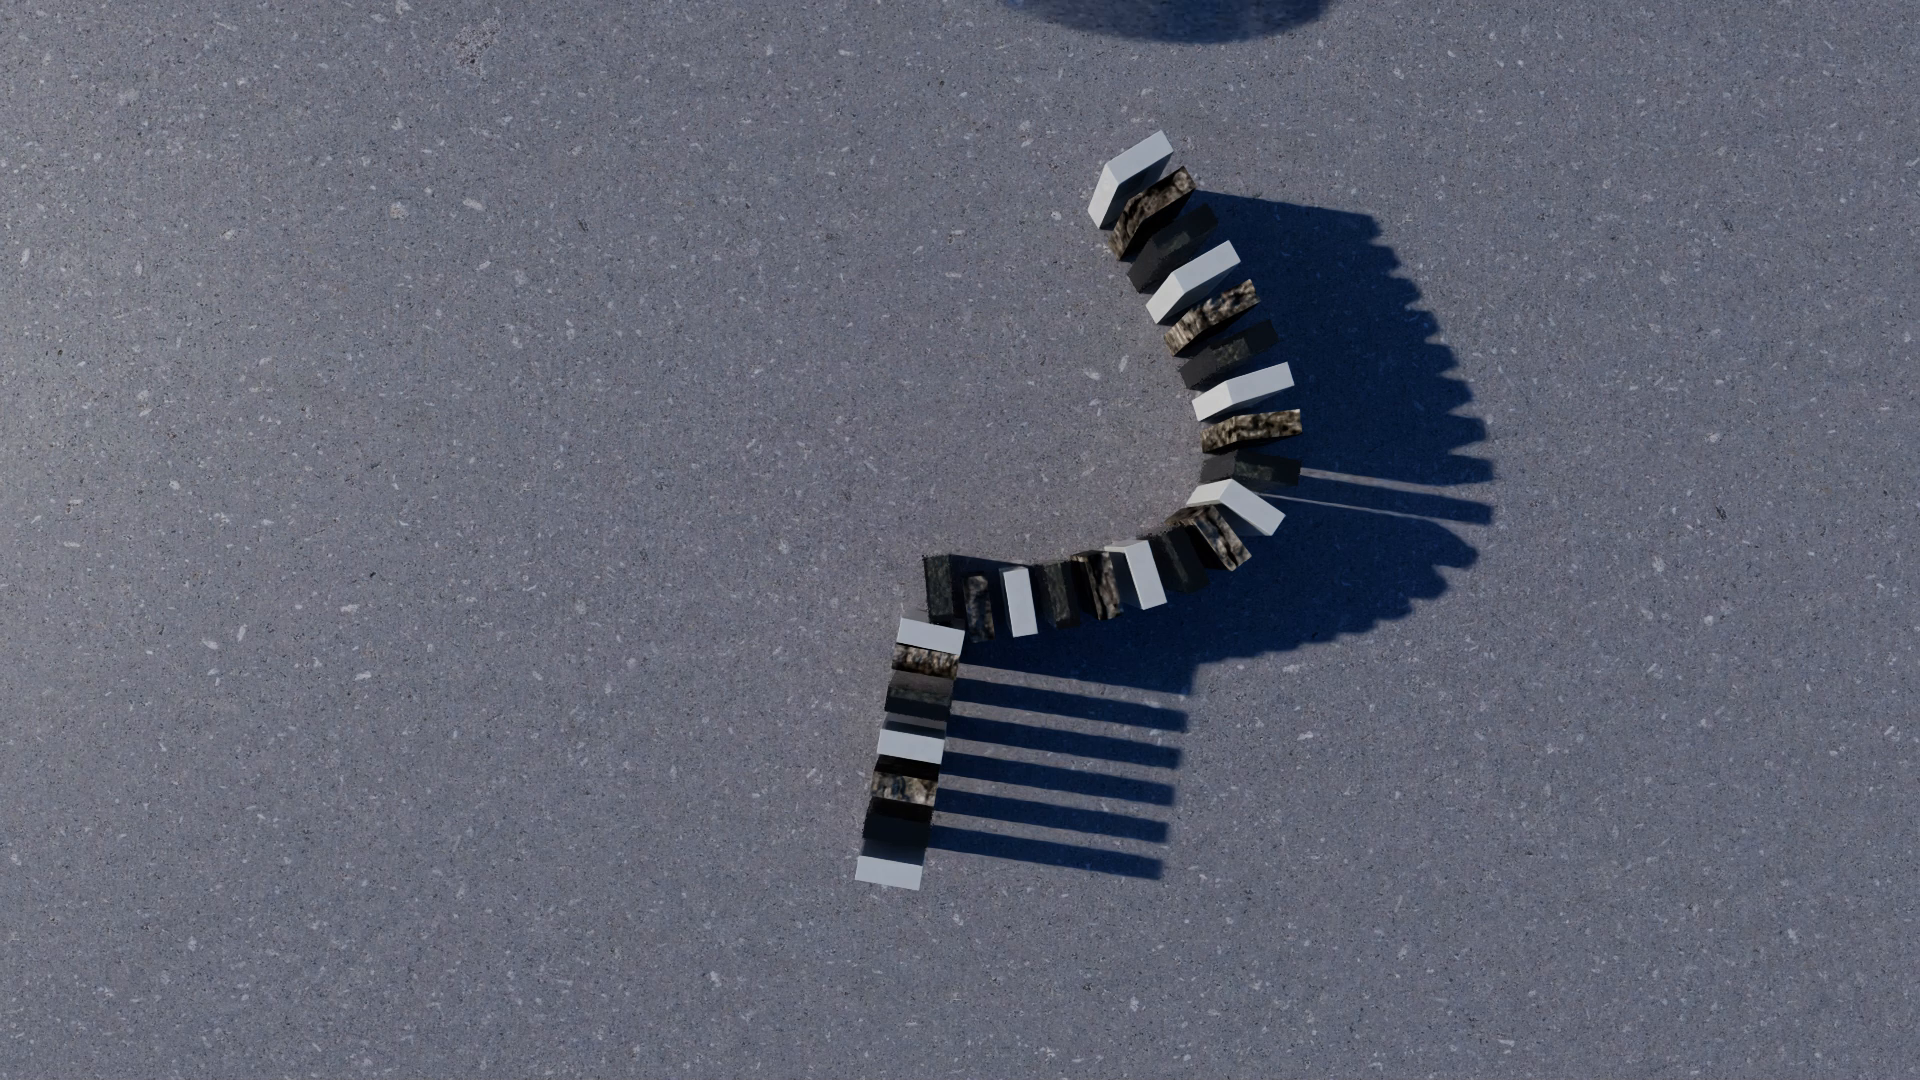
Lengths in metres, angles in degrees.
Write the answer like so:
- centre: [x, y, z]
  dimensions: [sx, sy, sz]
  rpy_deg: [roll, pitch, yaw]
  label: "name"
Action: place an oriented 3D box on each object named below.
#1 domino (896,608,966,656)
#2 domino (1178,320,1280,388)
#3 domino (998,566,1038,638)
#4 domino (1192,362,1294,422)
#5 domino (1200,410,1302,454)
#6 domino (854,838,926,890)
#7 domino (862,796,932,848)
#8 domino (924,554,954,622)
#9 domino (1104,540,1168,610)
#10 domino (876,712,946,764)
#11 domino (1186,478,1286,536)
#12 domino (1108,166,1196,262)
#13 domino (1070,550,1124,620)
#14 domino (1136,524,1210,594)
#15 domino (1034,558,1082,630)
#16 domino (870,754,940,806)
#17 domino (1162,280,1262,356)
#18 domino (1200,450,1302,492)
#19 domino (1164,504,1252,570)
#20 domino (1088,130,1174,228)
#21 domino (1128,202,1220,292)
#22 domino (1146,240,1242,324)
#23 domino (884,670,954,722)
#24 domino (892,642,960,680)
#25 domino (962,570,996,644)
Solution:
- centre: [-0.011, 0.037, 0.375]
  dimensions: [0.025, 0.050, 0.009]
  rpy_deg: [12, 90, 0]
  label: "domino"
- centre: [0.109, -0.075, 0.375]
  dimensions: [0.025, 0.050, 0.009]
  rpy_deg: [-24, 90, 0]
  label: "domino"
- centre: [0.023, 0.024, 0.375]
  dimensions: [0.010, 0.050, 0.025]
  rpy_deg: [-9, 90, 0]
  label: "domino"
- centre: [0.115, -0.060, 0.375]
  dimensions: [0.025, 0.050, 0.009]
  rpy_deg: [-17, 90, 0]
  label: "domino"
- centre: [0.118, -0.044, 0.375]
  dimensions: [0.025, 0.050, 0.010]
  rpy_deg: [-6, 90, 0]
  label: "domino"
- centre: [-0.027, 0.127, 0.375]
  dimensions: [0.025, 0.050, 0.009]
  rpy_deg: [10, 90, 0]
  label: "domino"
- centre: [-0.024, 0.111, 0.375]
  dimensions: [0.025, 0.050, 0.010]
  rpy_deg: [10, 90, 0]
  label: "domino"
- centre: [-0.008, 0.019, 0.375]
  dimensions: [0.009, 0.050, 0.025]
  rpy_deg: [-5, 90, 0]
  label: "domino"
- centre: [0.071, 0.013, 0.375]
  dimensions: [0.009, 0.050, 0.025]
  rpy_deg: [-17, 90, 0]
  label: "domino"
- centre: [-0.019, 0.079, 0.375]
  dimensions: [0.025, 0.050, 0.010]
  rpy_deg: [10, 90, 0]
  label: "domino"
- centre: [0.112, -0.013, 0.375]
  dimensions: [0.025, 0.050, 0.010]
  rpy_deg: [34, 90, 0]
  label: "domino"
- centre: [0.077, -0.132, 0.375]
  dimensions: [0.025, 0.050, 0.010]
  rpy_deg: [-32, 90, 0]
  label: "domino"
- centre: [0.055, 0.018, 0.375]
  dimensions: [0.009, 0.050, 0.025]
  rpy_deg: [-14, 90, 0]
  label: "domino"
- centre: [0.086, 0.008, 0.375]
  dimensions: [0.010, 0.050, 0.025]
  rpy_deg: [-26, 90, 0]
  label: "domino"
- centre: [0.039, 0.021, 0.375]
  dimensions: [0.009, 0.050, 0.025]
  rpy_deg: [-11, 90, 0]
  label: "domino"
- centre: [-0.021, 0.095, 0.375]
  dimensions: [0.025, 0.050, 0.010]
  rpy_deg: [10, 90, 0]
  label: "domino"
- centre: [0.102, -0.090, 0.375]
  dimensions: [0.025, 0.050, 0.010]
  rpy_deg: [-26, 90, 0]
  label: "domino"
- centre: [0.118, -0.028, 0.375]
  dimensions: [0.025, 0.050, 0.009]
  rpy_deg: [10, 90, 0]
  label: "domino"
- centre: [0.100, -0.001, 0.375]
  dimensions: [0.009, 0.050, 0.025]
  rpy_deg: [-37, 90, 0]
  label: "domino"
- centre: [0.069, -0.146, 0.375]
  dimensions: [0.025, 0.050, 0.010]
  rpy_deg: [-31, 90, 0]
  label: "domino"
- centre: [0.086, -0.118, 0.375]
  dimensions: [0.025, 0.050, 0.009]
  rpy_deg: [-31, 90, 0]
  label: "domino"
- centre: [0.094, -0.104, 0.375]
  dimensions: [0.025, 0.050, 0.010]
  rpy_deg: [-29, 90, 0]
  label: "domino"
- centre: [-0.016, 0.063, 0.375]
  dimensions: [0.025, 0.050, 0.010]
  rpy_deg: [10, 90, 0]
  label: "domino"
- centre: [-0.013, 0.047, 0.375]
  dimensions: [0.025, 0.050, 0.010]
  rpy_deg: [10, 90, 0]
  label: "domino"
- centre: [0.007, 0.026, 0.375]
  dimensions: [0.009, 0.050, 0.025]
  rpy_deg: [-8, 90, 0]
  label: "domino"
